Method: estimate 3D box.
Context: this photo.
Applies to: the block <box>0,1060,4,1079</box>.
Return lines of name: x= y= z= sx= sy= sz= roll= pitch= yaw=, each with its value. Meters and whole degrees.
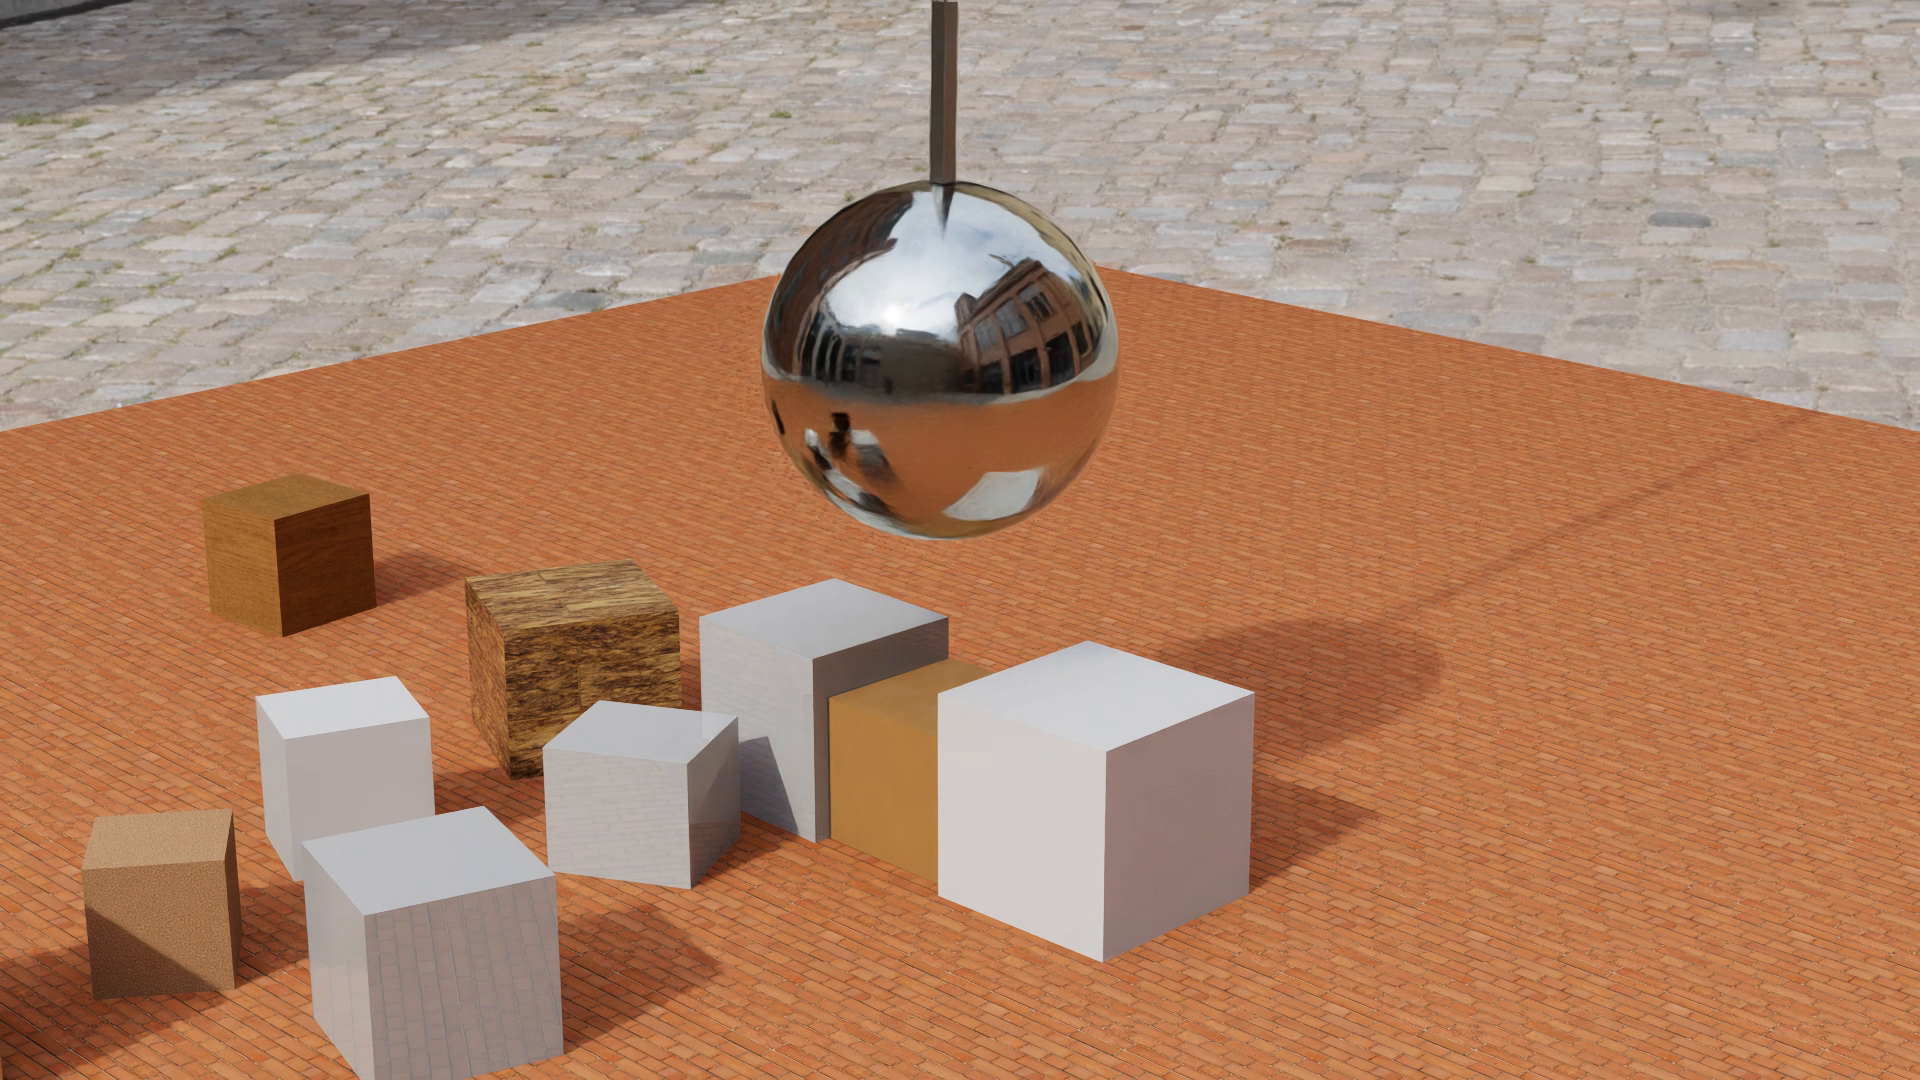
block: x=-4.316 y=1.713 z=11.438 sx=0.909 sy=0.872 sz=0.841 roll=-9 pitch=20 yaw=-26

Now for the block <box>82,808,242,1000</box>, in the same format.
block: x=-3.381 y=1.540 z=12.461 sx=0.574 sy=0.590 sz=0.566 roll=-3 pitch=18 yaw=-9

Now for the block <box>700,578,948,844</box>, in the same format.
block: x=-0.654 y=0.809 z=14.237 sx=0.867 sy=0.920 sz=0.828 roll=-16 pitch=24 yaw=-41

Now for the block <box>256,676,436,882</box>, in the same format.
block: x=-2.861 y=1.104 z=13.670 sx=0.667 sy=0.697 sz=0.603 roll=-8 pitch=19 yaw=-24

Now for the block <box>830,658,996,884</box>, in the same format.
block: x=-0.046 y=1.075 z=13.742 sx=0.790 sy=0.709 sz=0.800 roll=-16 pitch=24 yaw=-42

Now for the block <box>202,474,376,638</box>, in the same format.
block: x=-3.870 y=0.079 z=16.932 sx=0.653 sy=0.696 sz=0.683 roll=14 pitch=22 yaw=37

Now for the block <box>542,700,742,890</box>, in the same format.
block: x=-1.466 y=1.172 z=13.598 sx=0.704 sy=0.610 sz=0.635 roll=5 pitch=18 yaw=16

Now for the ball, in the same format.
ball: x=-0.088 y=-0.794 z=13.000 sx=1.600 sy=1.600 sz=1.600 roll=0 pitch=17 yaw=0

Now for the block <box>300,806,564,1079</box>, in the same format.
block: x=-2.127 y=1.643 z=11.806 sx=0.779 sy=0.785 sz=0.807 roll=-9 pitch=20 yaw=-28

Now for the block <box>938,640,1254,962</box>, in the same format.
block: x=0.603 y=1.140 z=13.098 sx=0.992 sy=0.972 sz=0.991 roll=16 pitch=24 yaw=42

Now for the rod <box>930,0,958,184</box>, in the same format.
rod: x=-0.038 y=-4.052 z=12.029 sx=0.080 sy=5.200 sz=0.080 roll=17 pitch=23 yaw=42

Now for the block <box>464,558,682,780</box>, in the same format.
block: x=-1.978 y=0.645 z=14.982 sx=0.887 sy=0.786 sz=0.895 roll=-7 pitch=19 yaw=-20
